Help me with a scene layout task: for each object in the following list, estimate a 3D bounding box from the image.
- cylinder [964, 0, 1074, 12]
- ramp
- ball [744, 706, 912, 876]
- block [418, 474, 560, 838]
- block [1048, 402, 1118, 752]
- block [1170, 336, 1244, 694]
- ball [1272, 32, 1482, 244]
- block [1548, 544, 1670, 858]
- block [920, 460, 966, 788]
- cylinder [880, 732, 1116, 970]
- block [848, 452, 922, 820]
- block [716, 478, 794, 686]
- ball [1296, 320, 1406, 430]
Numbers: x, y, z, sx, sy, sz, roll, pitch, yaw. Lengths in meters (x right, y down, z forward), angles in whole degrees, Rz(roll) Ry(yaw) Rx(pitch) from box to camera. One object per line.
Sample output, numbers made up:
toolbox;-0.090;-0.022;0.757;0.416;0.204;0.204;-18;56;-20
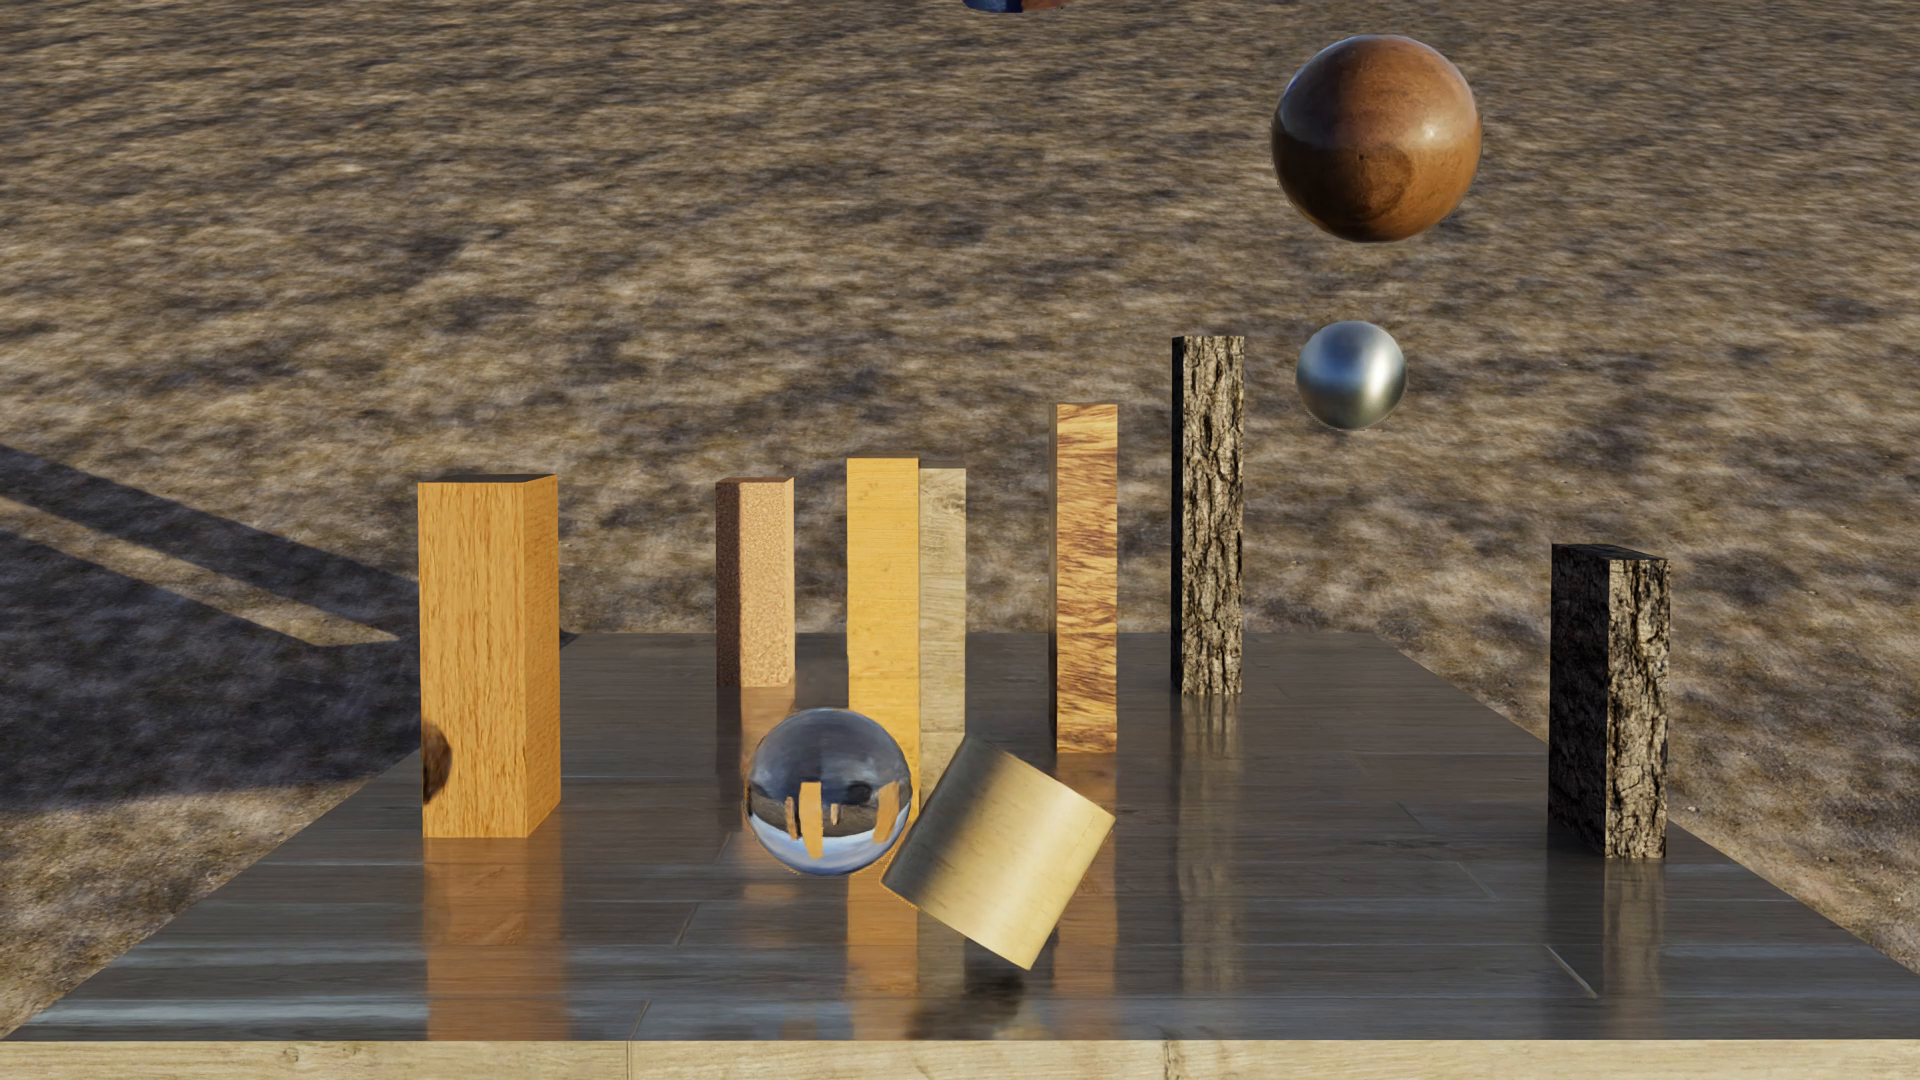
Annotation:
cylinder;0.064;-0.648;2.763;0.129;0.129;0.129;-4;-2;0
ramp;0.046;0.416;4.535;2.000;0.100;4.000;0;4;0
ball;-0.159;0.302;3.084;0.203;0.203;0.203;0;20;0
block;-0.690;0.161;3.792;0.148;0.505;0.313;0;4;0
block;0.220;0.055;4.646;0.103;0.605;0.394;0;4;0
block;0.517;-0.058;5.394;0.123;0.735;0.277;0;4;0
ball;0.375;-0.362;2.316;0.188;0.188;0.188;0;20;0
block;0.919;0.219;3.650;0.083;0.406;0.338;0;4;0
block;-0.035;0.129;4.254;0.087;0.509;0.387;0;4;0
cylinder;0.042;0.339;2.805;0.189;0.189;0.189;30;-5;3
block;-0.114;0.136;3.944;0.104;0.534;0.335;0;4;0
block;-0.441;0.085;5.548;0.146;0.430;0.278;0;4;0
ball;0.417;-0.176;2.735;0.116;0.116;0.116;0;20;0
